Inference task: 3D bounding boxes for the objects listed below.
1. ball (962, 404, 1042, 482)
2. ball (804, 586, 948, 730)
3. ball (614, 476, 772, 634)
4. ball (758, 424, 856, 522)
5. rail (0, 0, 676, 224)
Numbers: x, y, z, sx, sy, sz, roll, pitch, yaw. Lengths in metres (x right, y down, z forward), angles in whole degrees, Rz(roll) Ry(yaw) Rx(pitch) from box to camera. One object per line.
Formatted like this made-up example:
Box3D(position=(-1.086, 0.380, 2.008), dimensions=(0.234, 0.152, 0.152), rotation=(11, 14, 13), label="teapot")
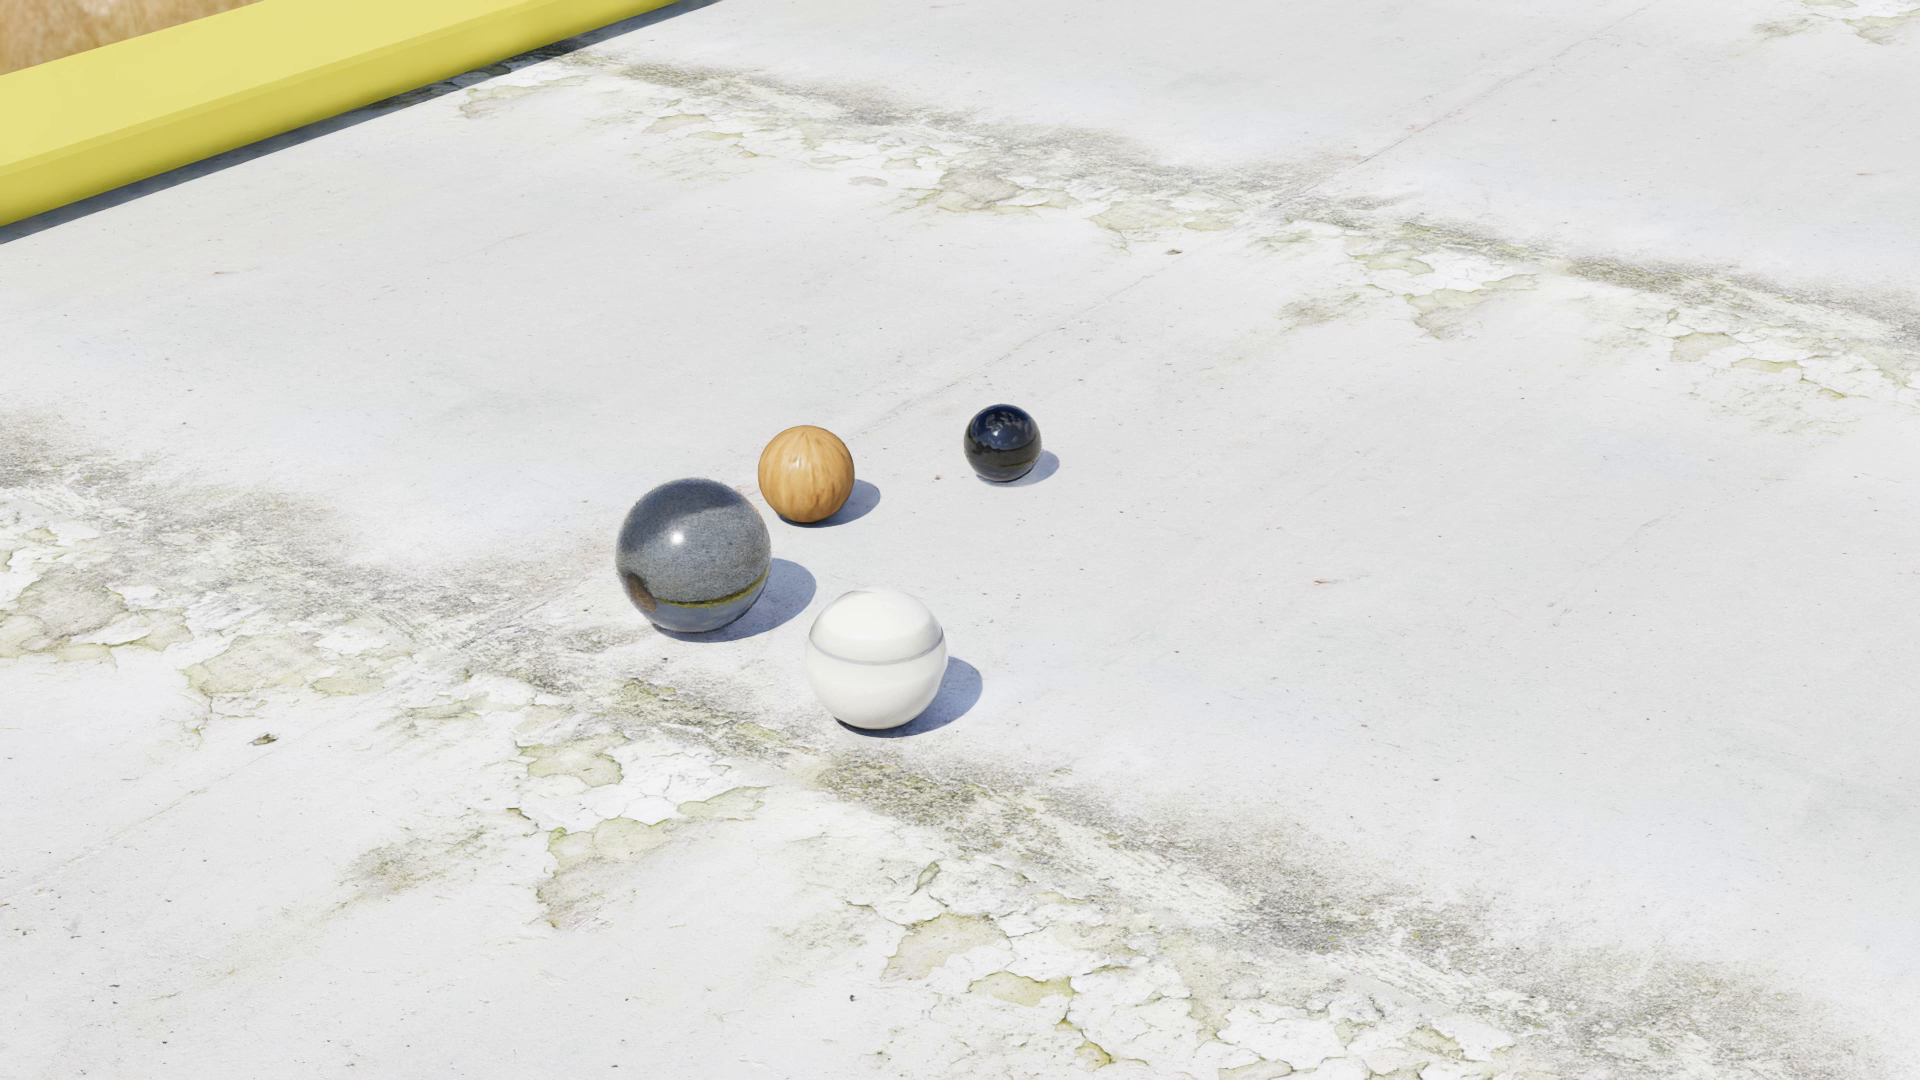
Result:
Box3D(position=(0.029, -0.065, 1.983), dimensions=(0.053, 0.053, 0.053), rotation=(0, 25, 0), label="ball")
Box3D(position=(-0.047, 0.067, 1.668), dimensions=(0.082, 0.082, 0.082), rotation=(0, 25, 0), label="ball")
Box3D(position=(-0.161, 0.009, 1.775), dimensions=(0.095, 0.095, 0.095), rotation=(0, 25, 0), label="ball")
Box3D(position=(-0.101, -0.043, 1.924), dimensions=(0.064, 0.064, 0.064), rotation=(0, 25, 0), label="ball")
Box3D(position=(-0.332, -0.594, 3.027), dimensions=(0.045, 0.123, 3.672), rotation=(16, 30, 31), label="rail")
